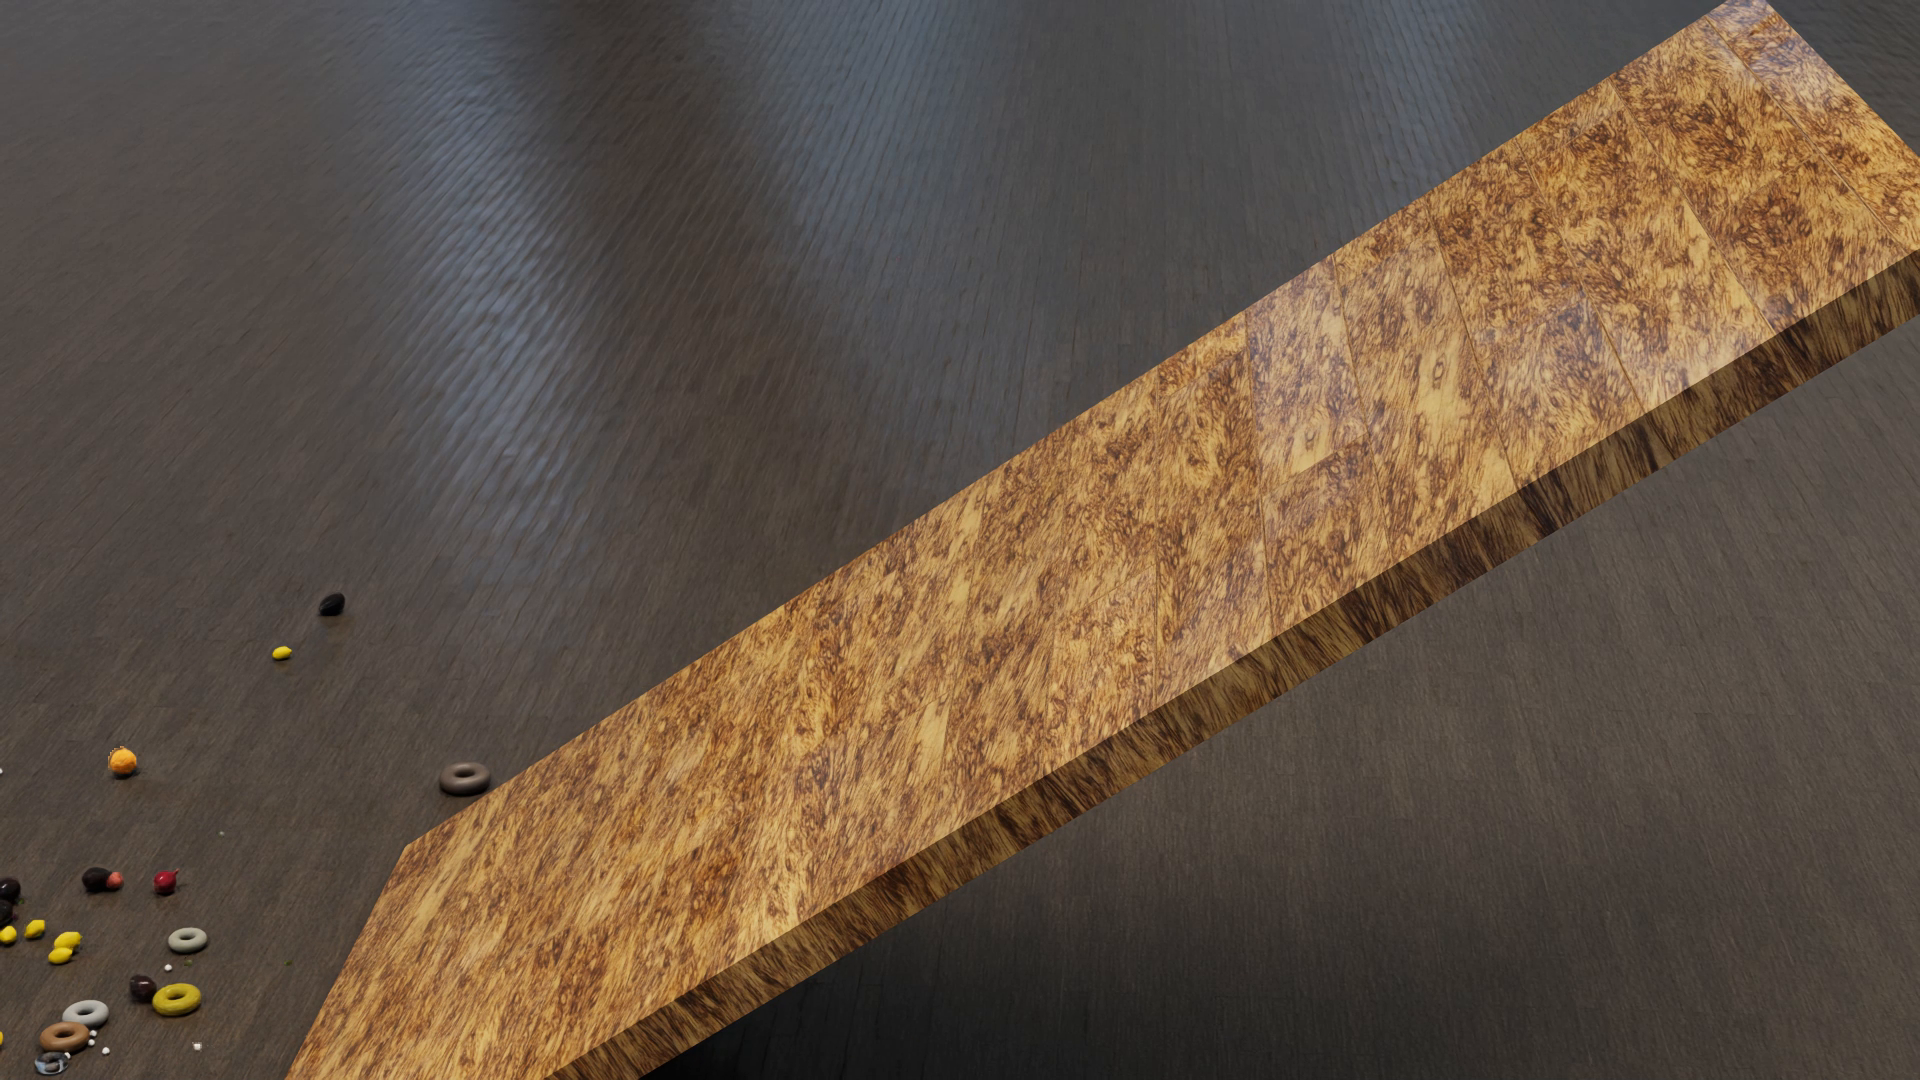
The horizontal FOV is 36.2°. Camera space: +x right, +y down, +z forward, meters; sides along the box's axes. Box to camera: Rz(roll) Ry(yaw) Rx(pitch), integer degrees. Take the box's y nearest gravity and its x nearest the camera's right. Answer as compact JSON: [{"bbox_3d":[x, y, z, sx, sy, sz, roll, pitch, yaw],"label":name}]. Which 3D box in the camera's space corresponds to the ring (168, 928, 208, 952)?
[{"bbox_3d":[-1.945,1.008,7.408,0.097,0.032,0.097,1,21,0],"label":"ring"}]

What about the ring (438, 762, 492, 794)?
[{"bbox_3d":[-1.389,0.668,8.253,0.148,0.049,0.148,0,23,0],"label":"ring"}]

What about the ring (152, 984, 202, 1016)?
[{"bbox_3d":[-1.898,1.114,7.128,0.117,0.039,0.117,-1,22,1],"label":"ring"}]

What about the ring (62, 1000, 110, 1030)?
[{"bbox_3d":[-2.099,1.141,7.062,0.109,0.036,0.109,-1,21,0],"label":"ring"}]

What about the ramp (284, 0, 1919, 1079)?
[{"bbox_3d":[0.135,0.174,6.306,4.000,0.100,2.000,-32,16,15],"label":"ramp"}]

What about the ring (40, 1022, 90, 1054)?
[{"bbox_3d":[-2.119,1.179,6.963,0.116,0.039,0.116,1,20,0],"label":"ring"}]

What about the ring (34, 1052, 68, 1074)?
[{"bbox_3d":[-2.122,1.221,6.871,0.078,0.026,0.078,1,20,0],"label":"ring"}]
